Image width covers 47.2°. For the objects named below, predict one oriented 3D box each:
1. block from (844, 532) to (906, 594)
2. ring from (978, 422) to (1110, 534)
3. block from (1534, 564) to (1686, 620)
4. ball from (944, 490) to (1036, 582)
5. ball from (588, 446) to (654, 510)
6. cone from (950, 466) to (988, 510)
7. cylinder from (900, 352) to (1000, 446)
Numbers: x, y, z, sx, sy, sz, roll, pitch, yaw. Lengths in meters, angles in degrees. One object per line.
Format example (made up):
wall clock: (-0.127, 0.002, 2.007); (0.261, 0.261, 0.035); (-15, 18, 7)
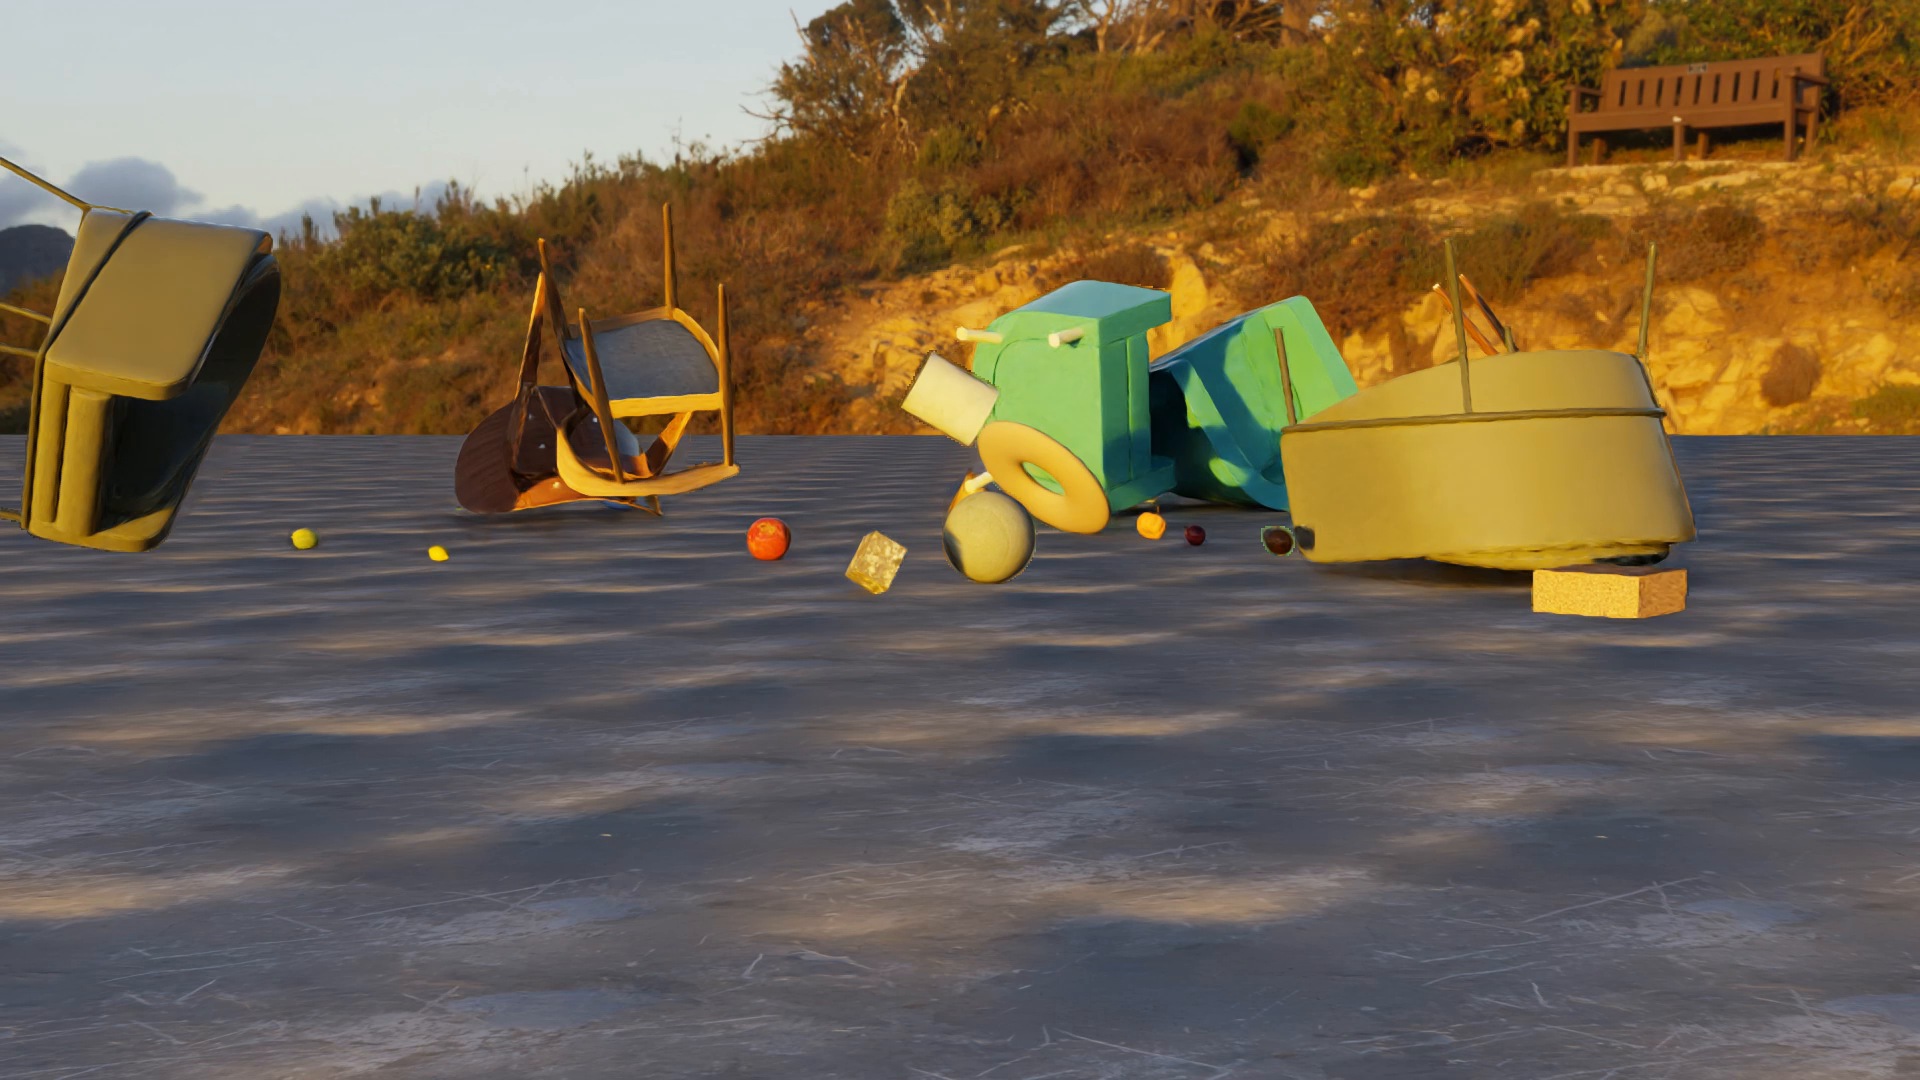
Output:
block: (-0.184, 0.049, 4.793); (0.081, 0.100, 0.076); (31, -20, -16)
ring: (0.256, -0.188, 6.698); (0.441, 0.071, 0.514); (11, -32, 43)
block: (1.315, 0.102, 4.449); (0.220, 0.084, 0.229); (3, 5, 41)
ball: (0.068, -0.008, 5.102); (0.213, 0.213, 0.213); (0, 4, 0)
ball: (-1.250, -0.228, 8.122); (0.239, 0.239, 0.239); (0, 4, 0)
cone: (0.082, -0.149, 8.101); (0.184, 0.186, 0.192); (27, 45, 0)
cylinder: (-0.021, -0.302, 4.703); (0.166, 0.136, 0.136); (30, -35, -5)
